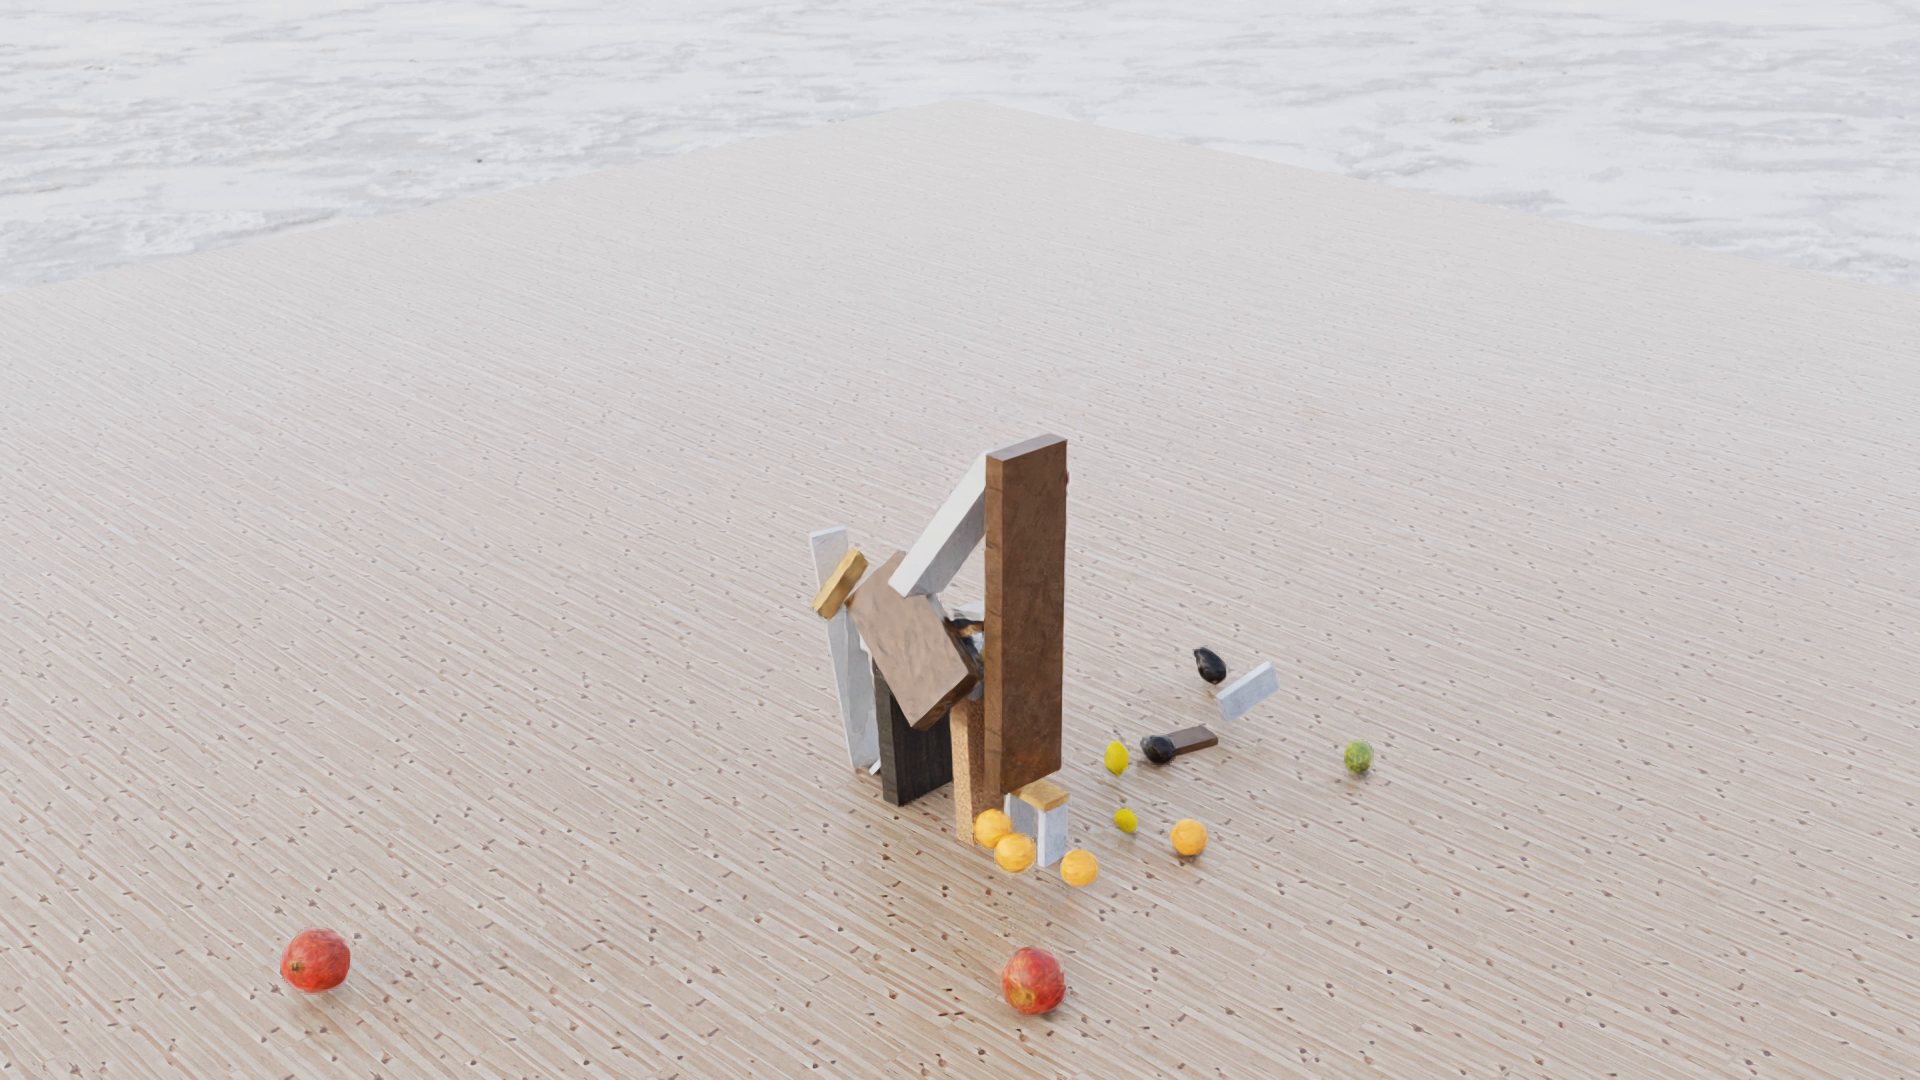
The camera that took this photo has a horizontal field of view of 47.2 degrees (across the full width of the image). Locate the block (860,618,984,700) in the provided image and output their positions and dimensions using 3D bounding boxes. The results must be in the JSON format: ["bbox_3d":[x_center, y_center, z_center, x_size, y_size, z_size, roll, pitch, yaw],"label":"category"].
[{"bbox_3d":[-0.029,0.220,4.355,0.161,0.046,0.321,-21,31,-40],"label":"block"}]

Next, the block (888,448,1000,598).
[{"bbox_3d":[0.005,-0.033,4.180,0.046,0.325,0.162,43,20,18],"label":"block"}]

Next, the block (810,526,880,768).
[{"bbox_3d":[-0.230,0.225,4.526,0.072,0.545,0.020,-14,26,-11],"label":"block"}]

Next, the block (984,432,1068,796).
[{"bbox_3d":[0.123,0.147,4.151,0.162,0.693,0.046,-20,30,-38],"label":"block"}]

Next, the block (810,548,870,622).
[{"bbox_3d":[-0.238,0.088,4.386,0.020,0.143,0.072,31,-9,24],"label":"block"}]

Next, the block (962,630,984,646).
[{"bbox_3d":[0.032,0.189,4.268,0.063,0.018,0.126,-18,-1,-37],"label":"block"}]

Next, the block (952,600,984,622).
[{"bbox_3d":[0.047,0.137,4.234,0.063,0.018,0.126,-17,12,-31],"label":"block"}]

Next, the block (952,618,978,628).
[{"bbox_3d":[-0.004,0.163,4.329,0.064,0.018,0.129,-18,0,-36],"label":"block"}]

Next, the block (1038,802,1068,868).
[{"bbox_3d":[0.180,0.565,4.265,0.064,0.128,0.018,-21,31,-41],"label":"block"}]

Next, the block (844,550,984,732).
[{"bbox_3d":[-0.093,0.193,4.271,0.046,0.162,0.325,22,30,-50],"label":"block"}]

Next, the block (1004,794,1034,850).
[{"bbox_3d":[0.116,0.540,4.323,0.064,0.128,0.018,-19,27,-38],"label":"block"}]

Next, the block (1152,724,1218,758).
[{"bbox_3d":[0.482,0.432,4.719,0.129,0.018,0.064,-12,26,-26],"label":"block"}]

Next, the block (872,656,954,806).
[{"bbox_3d":[-0.093,0.364,4.487,0.161,0.321,0.046,-20,25,-40],"label":"block"}]

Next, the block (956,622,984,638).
[{"bbox_3d":[0.012,0.177,4.291,0.064,0.018,0.129,-18,-1,-37],"label":"block"}]

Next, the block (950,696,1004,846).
[{"bbox_3d":[0.059,0.425,4.346,0.161,0.321,0.046,-21,27,-41],"label":"block"}]

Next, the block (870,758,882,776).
[{"bbox_3d":[-0.148,0.455,4.580,0.049,0.098,0.014,-21,70,-40],"label":"block"}]

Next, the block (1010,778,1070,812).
[{"bbox_3d":[0.144,0.486,4.264,0.064,0.018,0.128,-19,30,-37],"label":"block"}]

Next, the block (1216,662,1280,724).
[{"bbox_3d":[0.625,0.331,4.782,0.143,0.072,0.020,-32,38,-15],"label":"block"}]

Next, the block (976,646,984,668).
[{"bbox_3d":[0.079,0.189,4.216,0.063,0.126,0.018,-18,57,-37],"label":"block"}]
